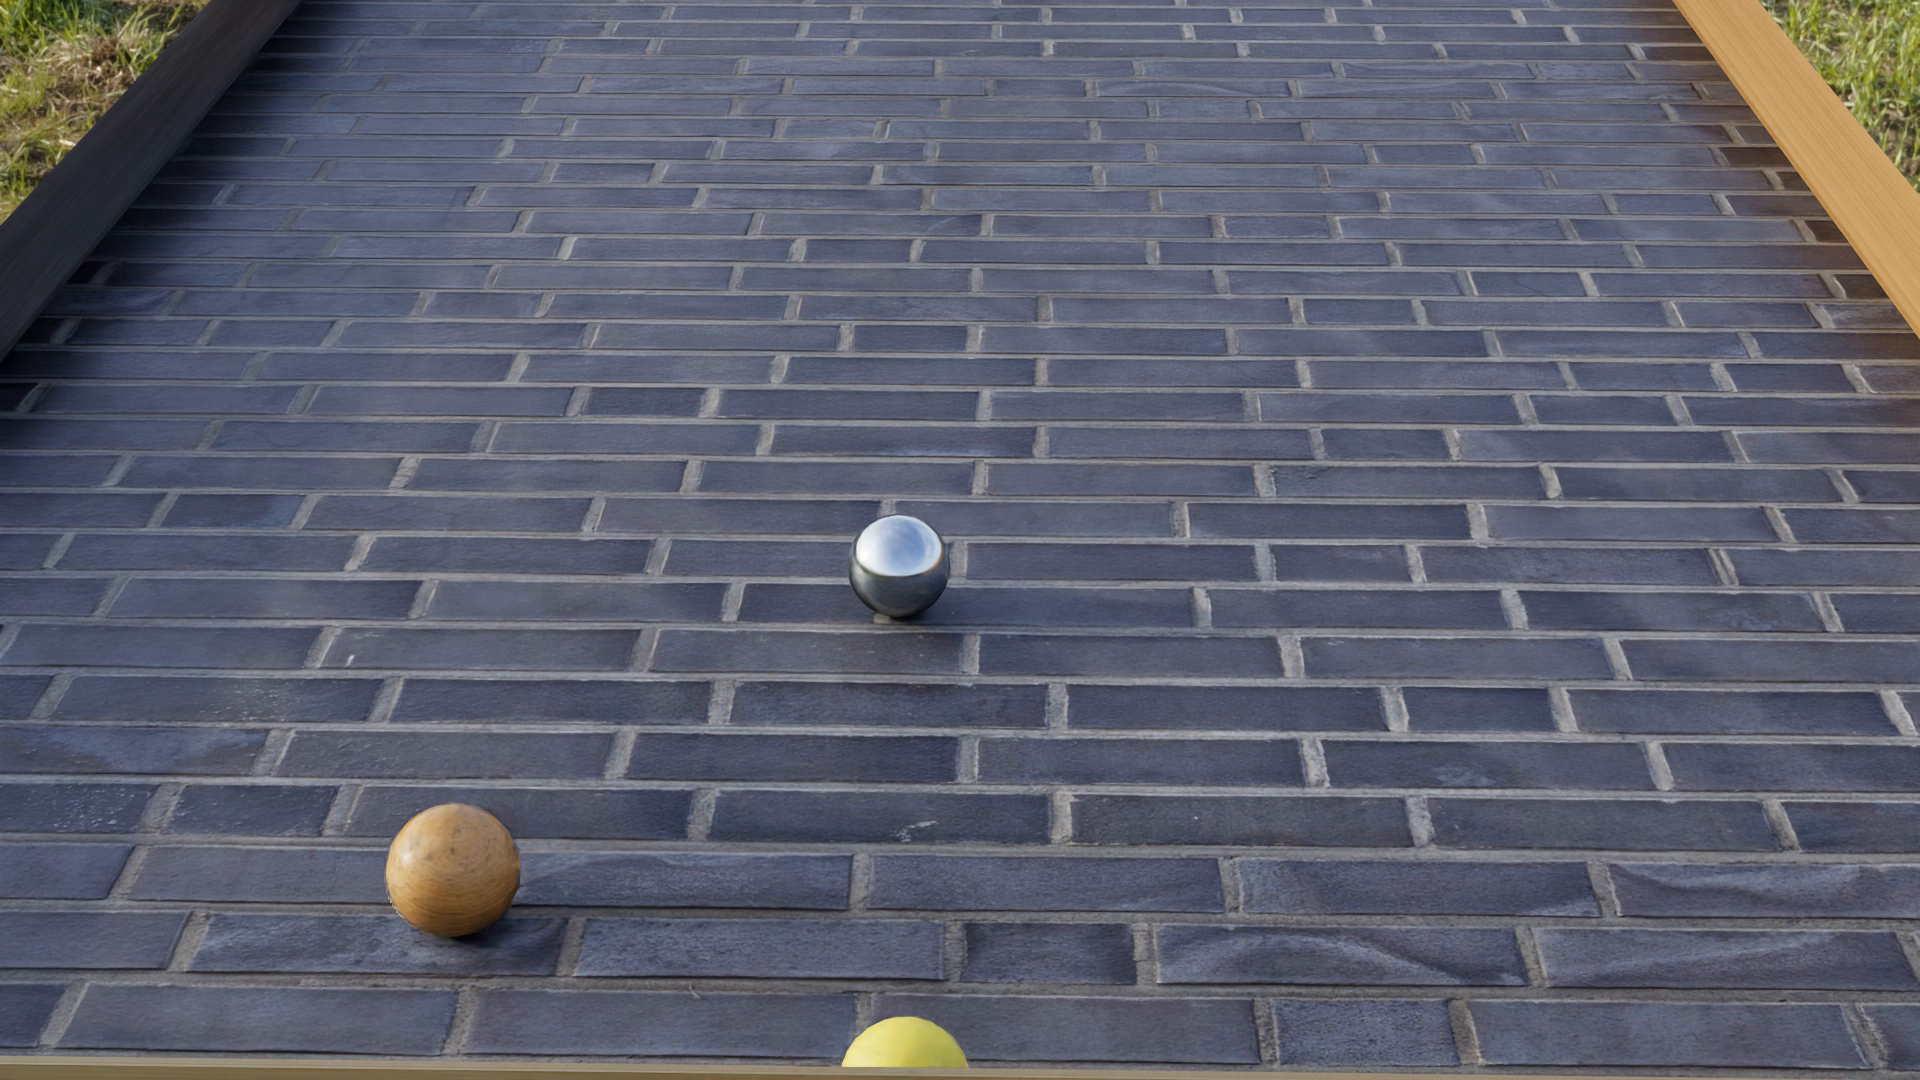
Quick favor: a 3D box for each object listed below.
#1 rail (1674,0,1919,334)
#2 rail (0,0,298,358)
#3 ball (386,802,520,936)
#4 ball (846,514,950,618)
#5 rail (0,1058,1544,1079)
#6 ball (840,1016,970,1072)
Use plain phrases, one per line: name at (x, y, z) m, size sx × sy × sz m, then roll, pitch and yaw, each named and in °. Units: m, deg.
rail at (0.750, -0.291, 2.493) m, size 0.045 × 0.091 × 2.645 m, roll 1°, pitch 26°, yaw 1°
rail at (-0.721, -0.305, 2.522) m, size 0.045 × 0.091 × 2.645 m, roll 1°, pitch 26°, yaw 1°
ball at (-0.267, 0.174, 1.554) m, size 0.070 × 0.070 × 0.070 m, roll 0°, pitch 26°, yaw 0°
ball at (-0.039, 0.017, 1.885) m, size 0.066 × 0.066 × 0.066 m, roll 0°, pitch 26°, yaw 0°
rail at (-0.014, 0.266, 1.338) m, size 1.519 × 0.091 × 0.045 m, roll 1°, pitch 26°, yaw 1°
ball at (-0.026, 0.257, 1.391) m, size 0.063 × 0.063 × 0.063 m, roll 0°, pitch 26°, yaw 0°
